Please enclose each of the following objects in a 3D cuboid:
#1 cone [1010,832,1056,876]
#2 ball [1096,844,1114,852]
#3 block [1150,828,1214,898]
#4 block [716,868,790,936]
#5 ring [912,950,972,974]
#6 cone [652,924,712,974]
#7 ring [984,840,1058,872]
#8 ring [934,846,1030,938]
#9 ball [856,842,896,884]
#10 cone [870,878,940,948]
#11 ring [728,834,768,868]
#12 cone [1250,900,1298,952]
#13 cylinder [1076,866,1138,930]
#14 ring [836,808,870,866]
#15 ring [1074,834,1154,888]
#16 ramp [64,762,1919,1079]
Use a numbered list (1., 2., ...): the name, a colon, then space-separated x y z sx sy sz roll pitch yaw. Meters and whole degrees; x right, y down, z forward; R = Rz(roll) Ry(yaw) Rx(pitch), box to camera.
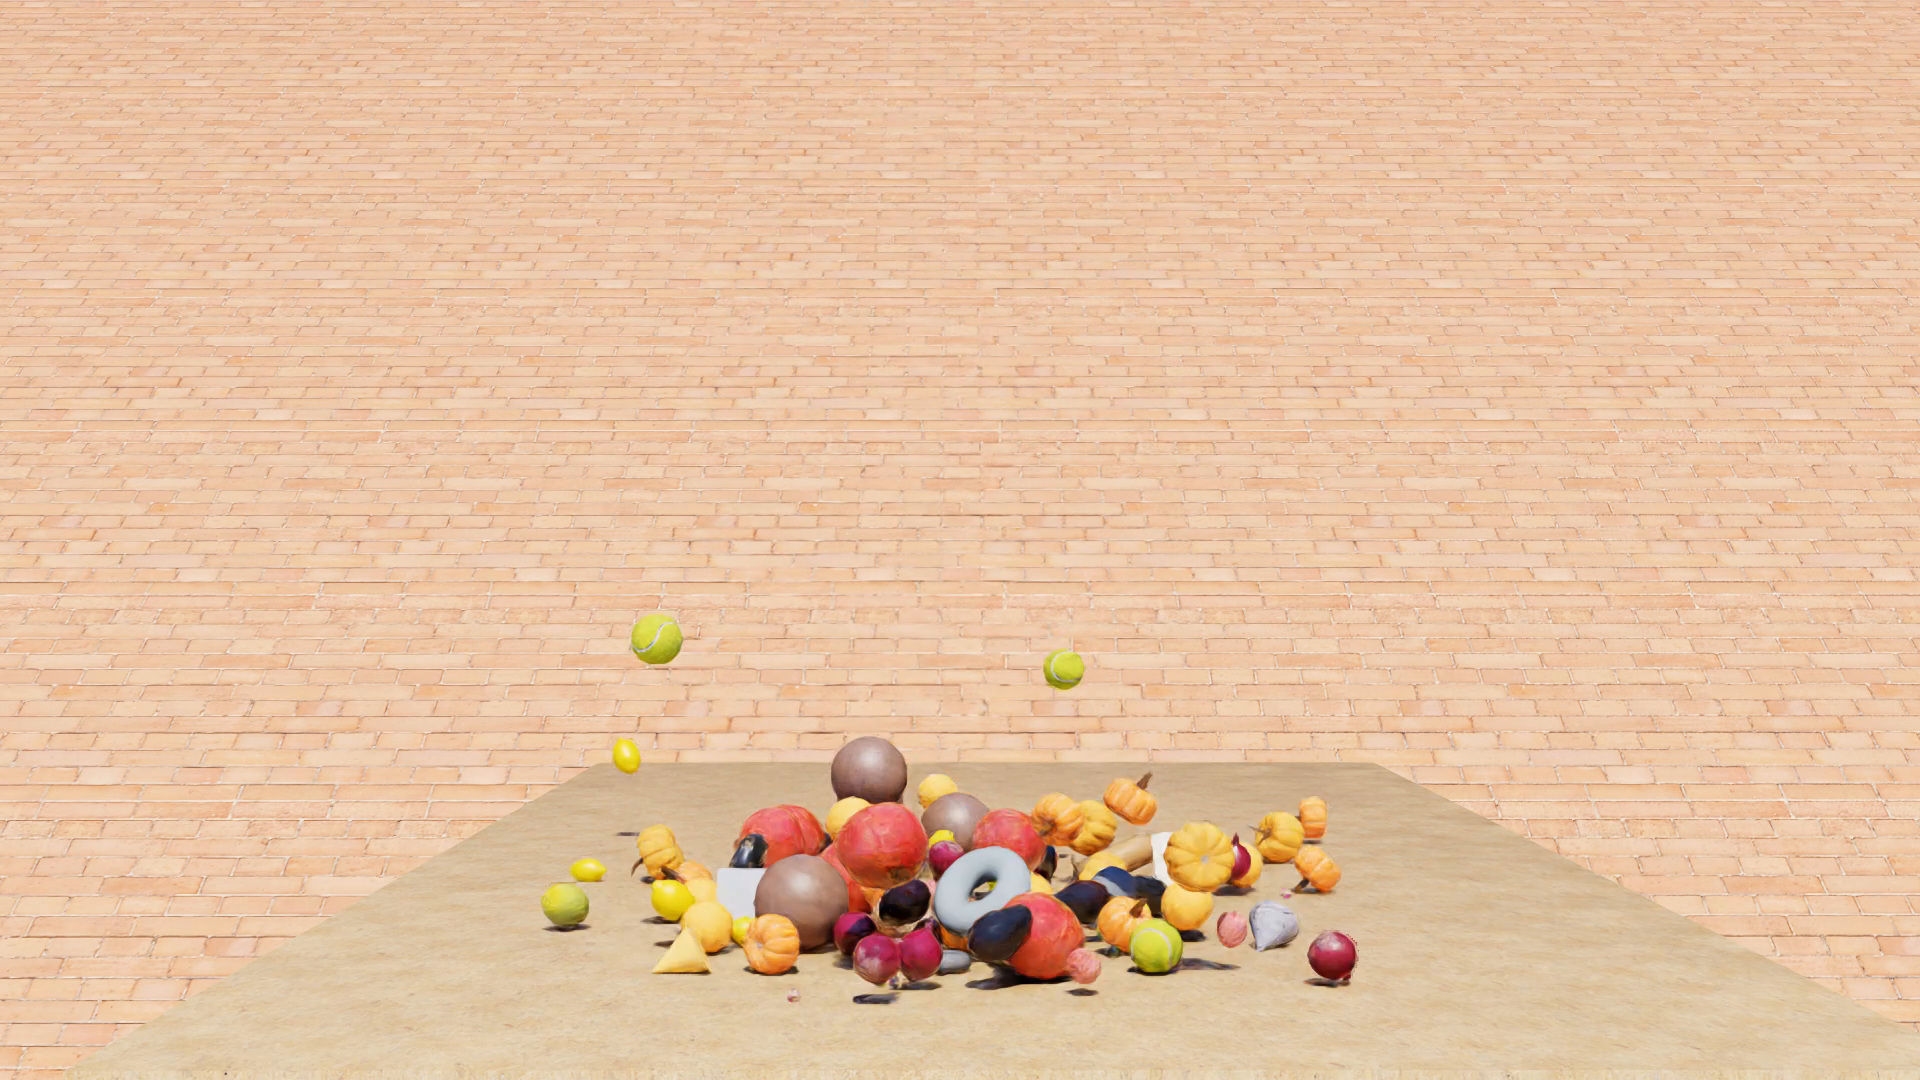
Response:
1. cone: 0.115 0.504 4.180 0.072 0.072 0.072 5 31 -2
2. ball: 0.248 0.531 4.278 0.056 0.056 0.056 0 31 0
3. block: 0.339 0.493 3.947 0.084 0.084 0.084 -8 71 3
4. block: -0.288 0.504 3.612 0.090 0.090 0.090 1 -7 4
5. ring: -0.024 0.541 3.325 0.077 0.026 0.077 3 -4 0
6. cone: -0.364 0.538 3.310 0.070 0.070 0.070 -27 35 -3
7. ring: 0.102 0.538 4.414 0.134 0.045 0.134 -1 -1 0
8. ring: 0.029 0.465 3.418 0.139 0.046 0.139 -20 37 16
9. ball: -0.138 0.525 4.212 0.067 0.067 0.067 0 31 0
10. cone: -0.056 0.531 3.543 0.097 0.097 0.097 -22 44 -32
11. ring: -0.323 0.498 3.893 0.040 0.119 0.119 21 34 5
12. cone: 0.415 0.539 3.510 0.071 0.071 0.071 13 31 20
13. cylinder: 0.210 0.513 3.711 0.069 0.069 0.069 15 22 23
14. ring: -0.174 0.479 4.185 0.031 0.094 0.094 3 27 -27
15. ring: 0.250 0.513 4.136 0.146 0.146 0.049 -20 80 -29
16. ramp: 0.069 0.612 4.684 2.000 0.100 4.000 0 0 0
